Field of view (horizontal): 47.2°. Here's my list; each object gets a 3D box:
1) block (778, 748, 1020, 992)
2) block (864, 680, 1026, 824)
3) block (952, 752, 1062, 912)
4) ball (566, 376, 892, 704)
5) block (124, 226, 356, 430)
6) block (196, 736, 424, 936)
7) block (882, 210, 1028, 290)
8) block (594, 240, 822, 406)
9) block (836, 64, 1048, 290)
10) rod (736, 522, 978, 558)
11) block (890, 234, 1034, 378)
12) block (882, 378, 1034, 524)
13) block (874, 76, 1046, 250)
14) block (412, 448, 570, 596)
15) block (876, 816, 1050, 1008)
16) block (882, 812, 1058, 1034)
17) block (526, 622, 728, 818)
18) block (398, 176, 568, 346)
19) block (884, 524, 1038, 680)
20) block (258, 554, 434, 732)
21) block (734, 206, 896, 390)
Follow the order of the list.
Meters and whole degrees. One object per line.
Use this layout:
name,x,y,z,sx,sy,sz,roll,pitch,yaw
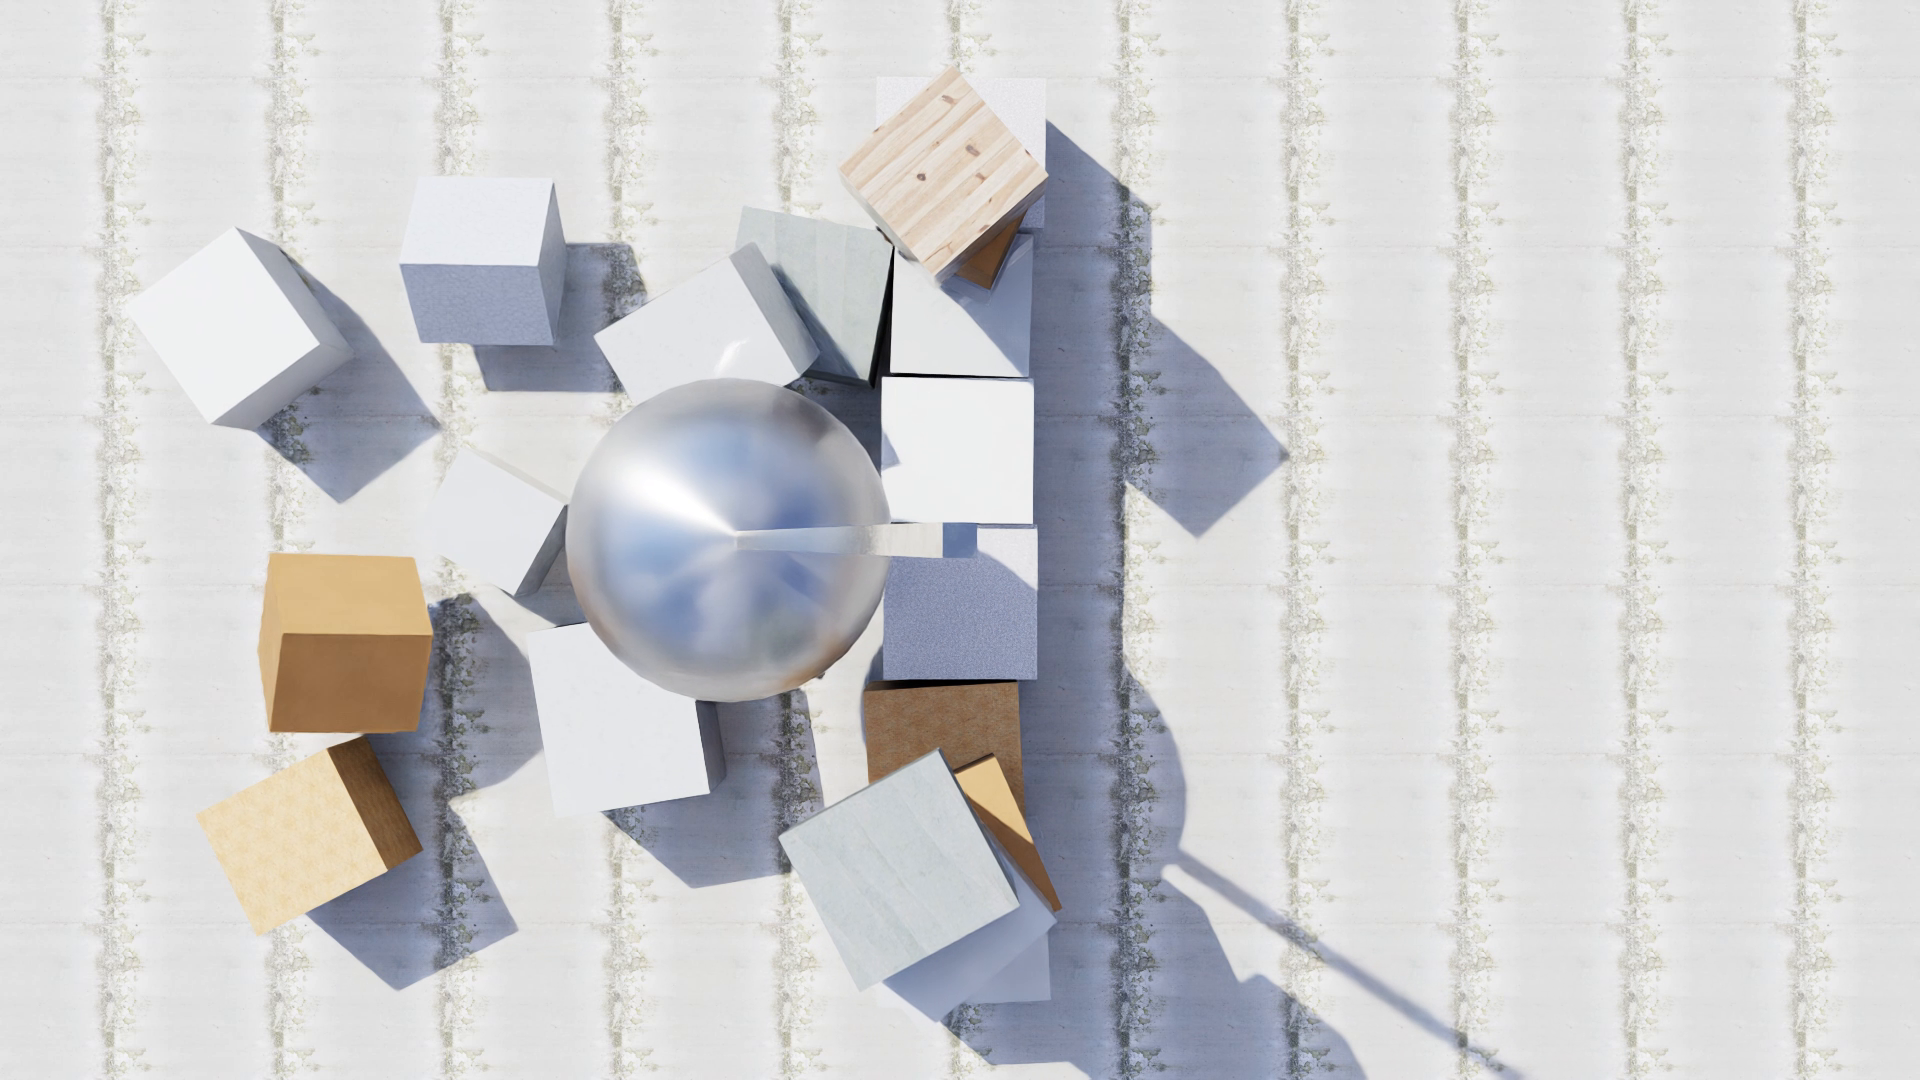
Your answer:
block,-0.264,1.464,9.906,0.789,0.729,0.759,-28,86,-2
block,-0.084,1.227,12.576,0.855,0.848,0.833,-3,90,0
block,-0.070,1.704,11.605,0.922,0.936,0.835,-24,86,-2
ball,-1.129,0.000,10.813,1.600,1.600,1.600,0,90,0
block,-4.114,-1.197,12.625,0.761,0.751,0.812,-36,90,0
block,-3.703,1.676,12.590,0.810,0.820,0.761,-27,90,0
block,0.008,-1.784,11.710,0.638,0.641,0.623,25,90,0
block,-1.340,-1.049,11.811,0.838,0.750,0.719,-29,100,11
block,-0.087,-1.815,11.086,0.753,0.607,0.729,-41,90,0
rod,-0.489,0.000,7.473,0.080,5.200,0.080,0,90,-11
block,0.012,-1.306,12.563,0.762,0.875,0.788,2,90,0
block,-0.014,-0.496,12.586,0.839,0.829,0.802,0,90,0
block,0.002,-2.122,12.515,0.926,0.970,0.815,1,90,0
block,-2.647,-0.105,12.665,0.659,0.670,0.585,29,90,0
block,0.001,2.101,12.539,0.954,0.922,0.897,-3,90,0
block,-0.108,1.763,10.691,0.813,0.881,0.789,-40,87,-2
block,-1.882,0.951,12.539,0.858,0.921,1.031,-9,90,0
block,-2.698,-1.589,12.532,0.763,0.649,0.690,1,53,0
block,0.002,0.343,12.614,0.857,0.772,0.862,0,90,0
block,-3.469,0.580,12.376,0.801,0.753,0.683,2,124,-25
block,-0.858,-1.372,12.601,0.860,0.799,0.825,11,90,0
